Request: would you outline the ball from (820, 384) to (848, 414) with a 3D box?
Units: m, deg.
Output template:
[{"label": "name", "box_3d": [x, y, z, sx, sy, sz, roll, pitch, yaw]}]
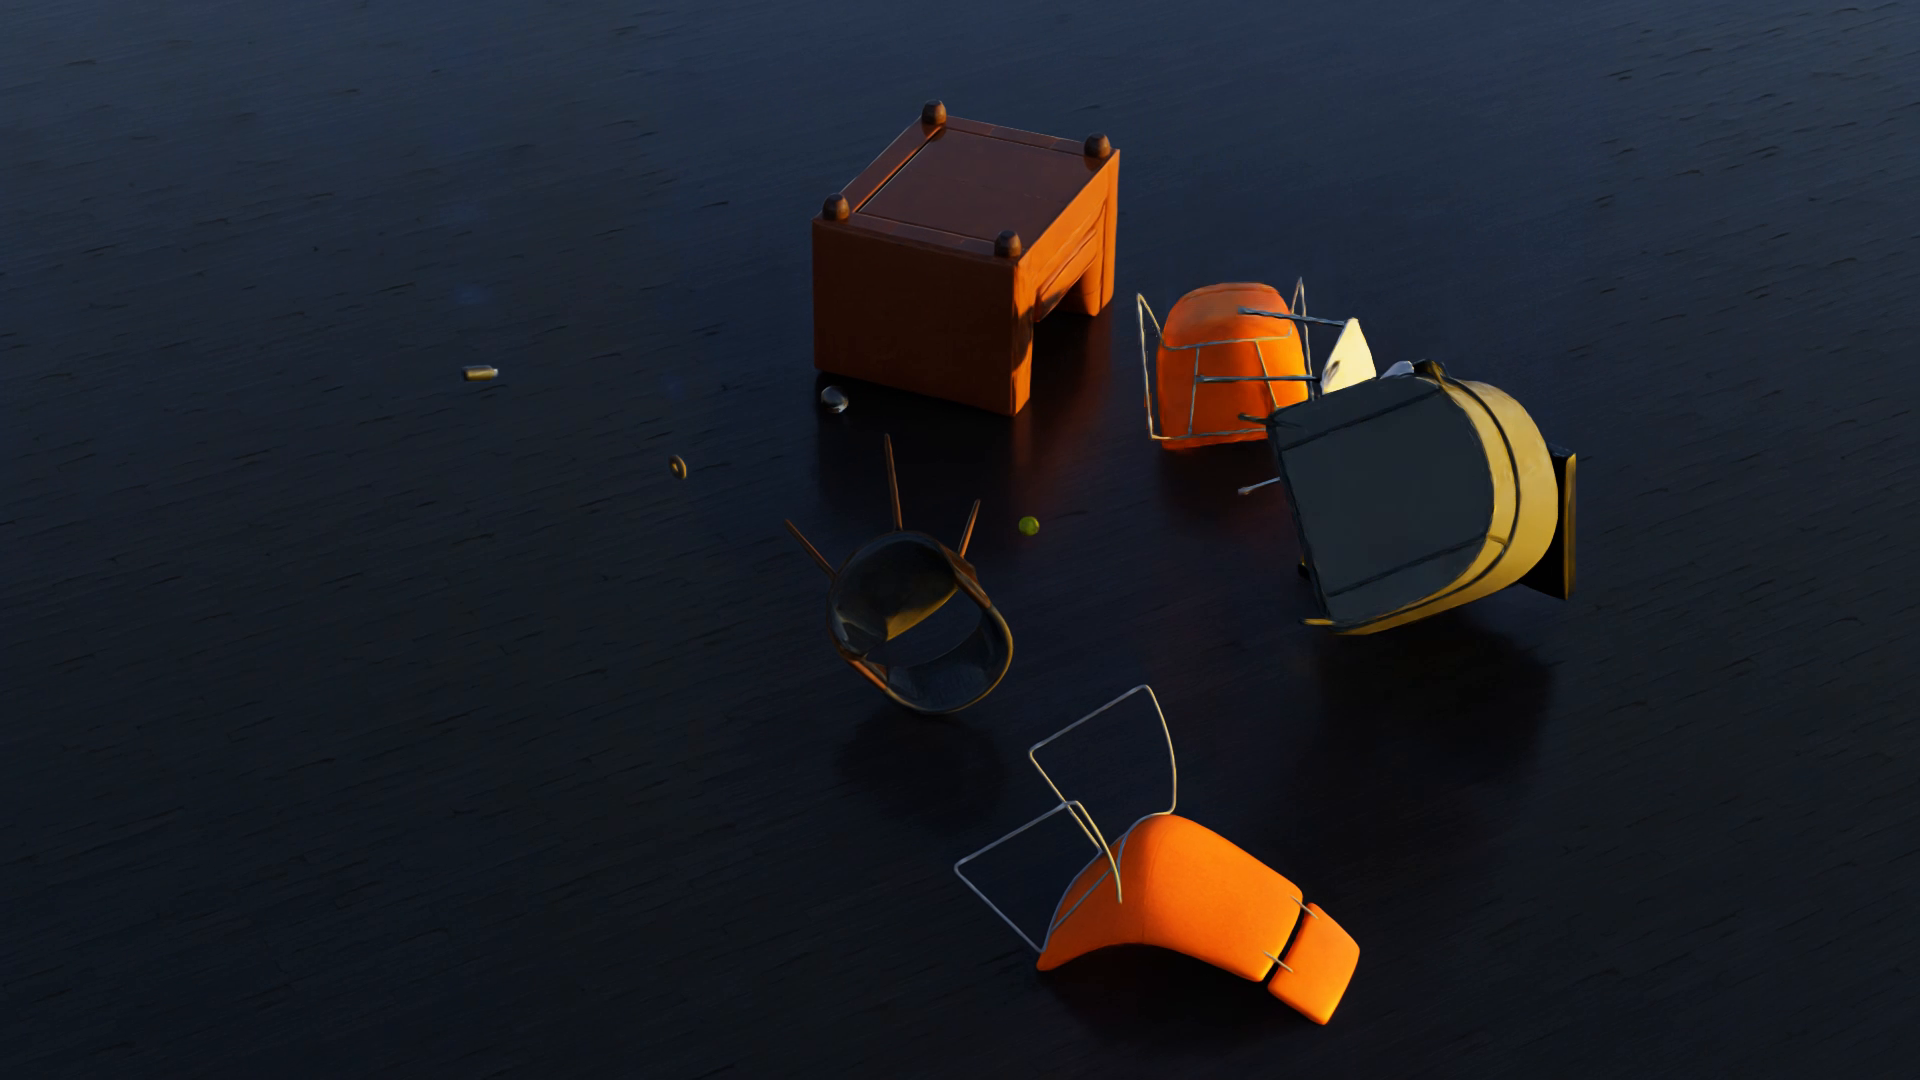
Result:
[{"label": "ball", "box_3d": [-0.500, -0.561, 11.691, 0.115, 0.115, 0.115, 0, 33, 0]}]

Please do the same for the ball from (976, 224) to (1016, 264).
[{"label": "ball", "box_3d": [0.154, -1.285, 12.739, 0.172, 0.172, 0.172, 0, 33, 0]}]

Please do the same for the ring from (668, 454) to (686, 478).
[{"label": "ring", "box_3d": [-1.019, -0.263, 10.570, 0.025, 0.091, 0.102, -24, 34, -31]}]
